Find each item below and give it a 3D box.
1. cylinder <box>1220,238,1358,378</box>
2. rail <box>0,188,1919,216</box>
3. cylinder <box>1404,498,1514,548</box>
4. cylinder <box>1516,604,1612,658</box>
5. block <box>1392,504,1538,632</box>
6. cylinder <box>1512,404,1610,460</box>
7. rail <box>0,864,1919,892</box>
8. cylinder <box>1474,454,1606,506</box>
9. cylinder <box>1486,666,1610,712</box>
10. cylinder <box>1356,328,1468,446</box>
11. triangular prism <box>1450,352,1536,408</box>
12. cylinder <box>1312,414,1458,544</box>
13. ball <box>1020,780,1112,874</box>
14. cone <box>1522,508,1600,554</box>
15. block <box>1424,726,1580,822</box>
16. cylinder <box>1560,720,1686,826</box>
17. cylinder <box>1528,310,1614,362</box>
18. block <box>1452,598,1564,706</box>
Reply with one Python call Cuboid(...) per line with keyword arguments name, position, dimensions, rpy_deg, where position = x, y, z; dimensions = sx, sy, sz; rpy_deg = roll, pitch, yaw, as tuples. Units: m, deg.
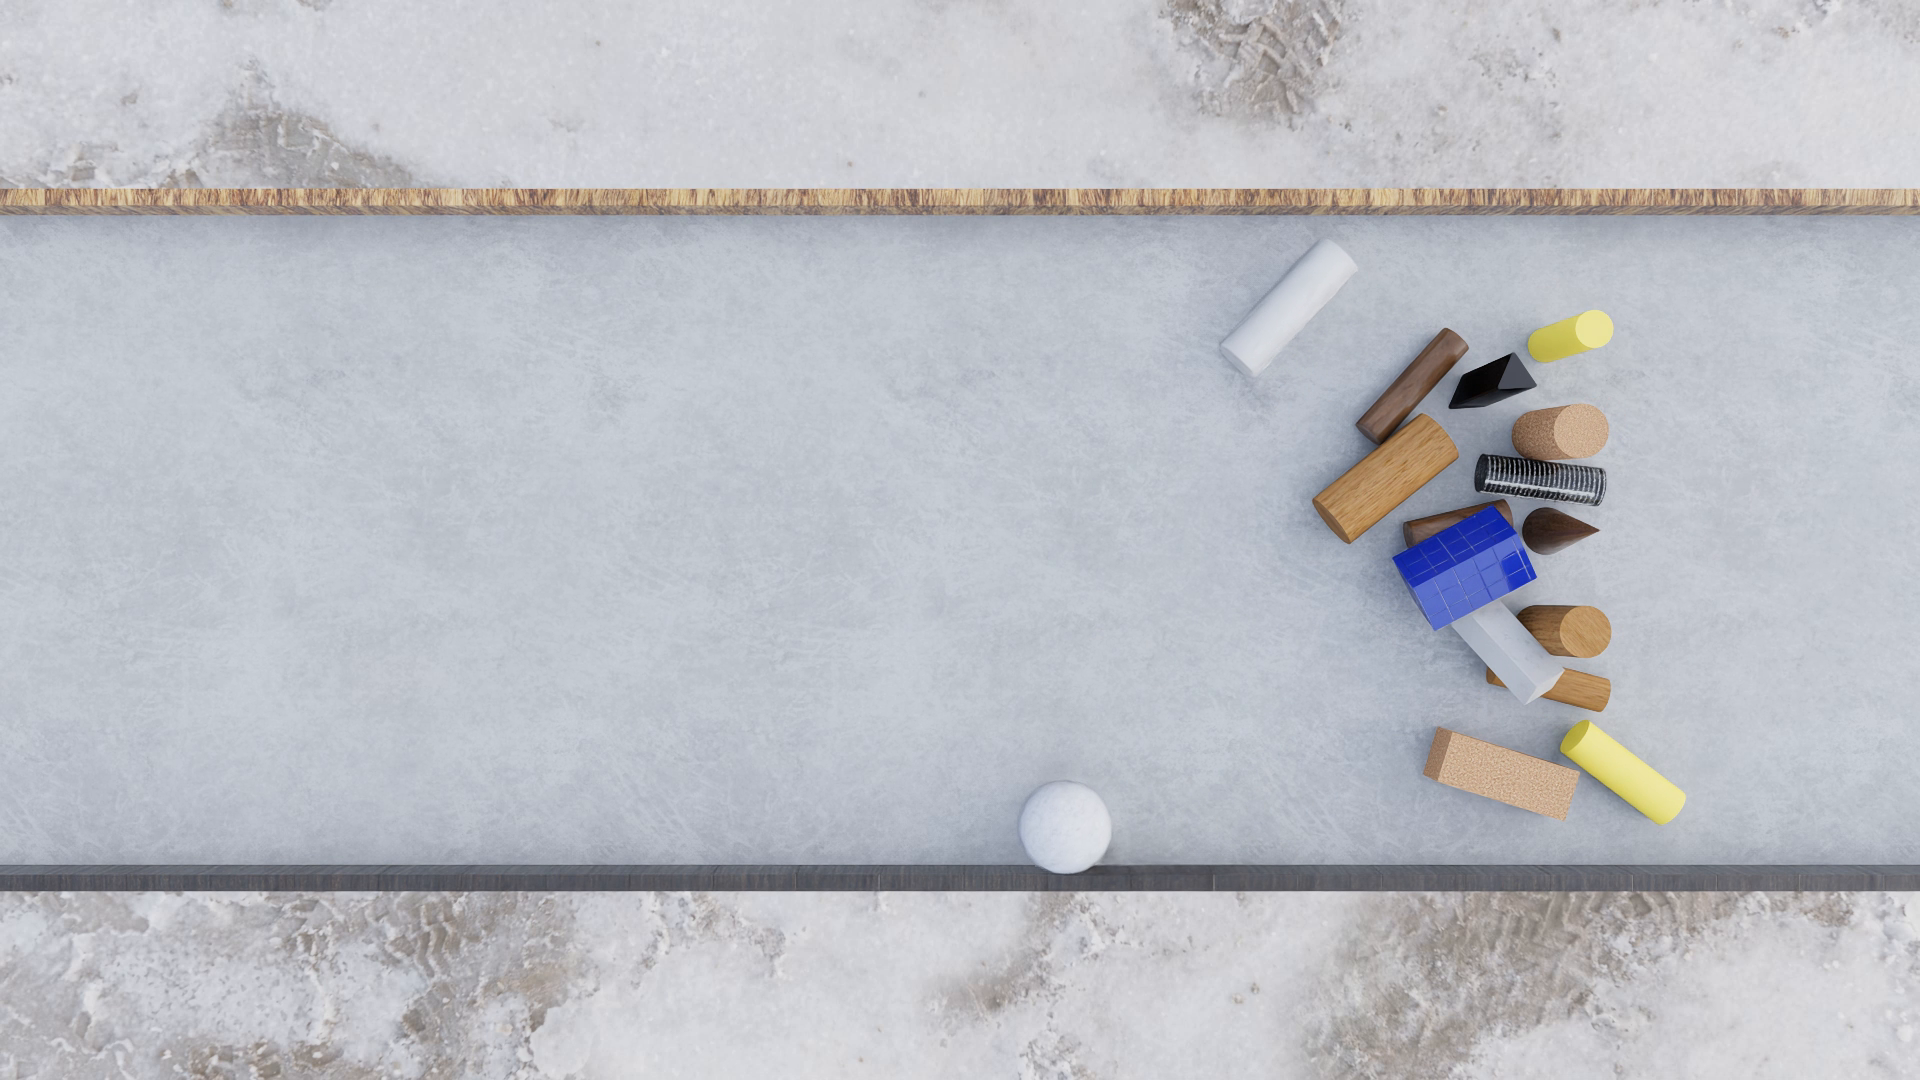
Cuboid(name="cylinder", position=(0.995, -0.702, 5.004), dimensions=(0.145, 0.145, 0.449), rpy_deg=(43, 90, 0))
Cuboid(name="rail", position=(-2.247, -1.025, 5.002), dimensions=(12.000, 0.150, 0.050), rpy_deg=(0, 90, 0))
Cuboid(name="cylinder", position=(1.517, -0.041, 5.025), dimensions=(0.306, 0.102, 0.102), rpy_deg=(-13, 90, 0))
Cuboid(name="cylinder", position=(1.783, 0.269, 4.895), dimensions=(0.151, 0.355, 0.151), rpy_deg=(0, 88, -2))
Cuboid(name="block", position=(1.506, 0.083, 4.930), dimensions=(0.335, 0.180, 0.180), rpy_deg=(-29, 119, 9))
Cuboid(name="cylinder", position=(1.770, -0.316, 4.878), dimensions=(0.156, 0.391, 0.156), rpy_deg=(0, 92, 2))
Cuboid(name="rail", position=(-2.247, 1.025, 5.001), dimensions=(12.000, 0.150, 0.050), rpy_deg=(0, 90, 0))
Cuboid(name="cylinder", position=(1.763, -0.182, 5.017), dimensions=(0.361, 0.119, 0.119), rpy_deg=(7, 90, 0))
Cuboid(name="cylinder", position=(1.791, 0.430, 5.024), dimensions=(0.345, 0.106, 0.106), rpy_deg=(15, 90, 0))
Cuboid(name="cylinder", position=(1.378, -0.467, 5.026), dimensions=(0.101, 0.101, 0.395), rpy_deg=(43, 90, 0))
Cuboid(name="triangular prism", position=(1.577, -0.475, 4.912), dimensions=(0.119, 0.324, 0.103), rpy_deg=(-4, 85, -9))
Cuboid(name="cylinder", position=(1.286, -0.185, 4.989), dimensions=(0.417, 0.176, 0.176), rpy_deg=(-38, 90, 0))
Cuboid(name="ball", position=(0.317, 0.859, 4.938), dimensions=(0.278, 0.278, 0.278), rpy_deg=(0, 90, 0))
Cuboid(name="cone", position=(1.804, -0.027, 4.858), dimensions=(0.148, 0.436, 0.148), rpy_deg=(0, 90, 0))
Cuboid(name="block", position=(1.638, 0.707, 4.999), dimensions=(0.399, 0.154, 0.154), rpy_deg=(17, 90, 0))
Cuboid(name="cylinder", position=(2.014, 0.706, 5.014), dimensions=(0.364, 0.126, 0.126), rpy_deg=(37, 90, 0))
Cuboid(name="cylinder", position=(1.802, -0.600, 4.880), dimensions=(0.108, 0.392, 0.108), rpy_deg=(0, 90, 0))
Cuboid(name="block", position=(1.637, 0.321, 4.937), dimensions=(0.112, 0.112, 0.325), rpy_deg=(-26, 61, -19))
